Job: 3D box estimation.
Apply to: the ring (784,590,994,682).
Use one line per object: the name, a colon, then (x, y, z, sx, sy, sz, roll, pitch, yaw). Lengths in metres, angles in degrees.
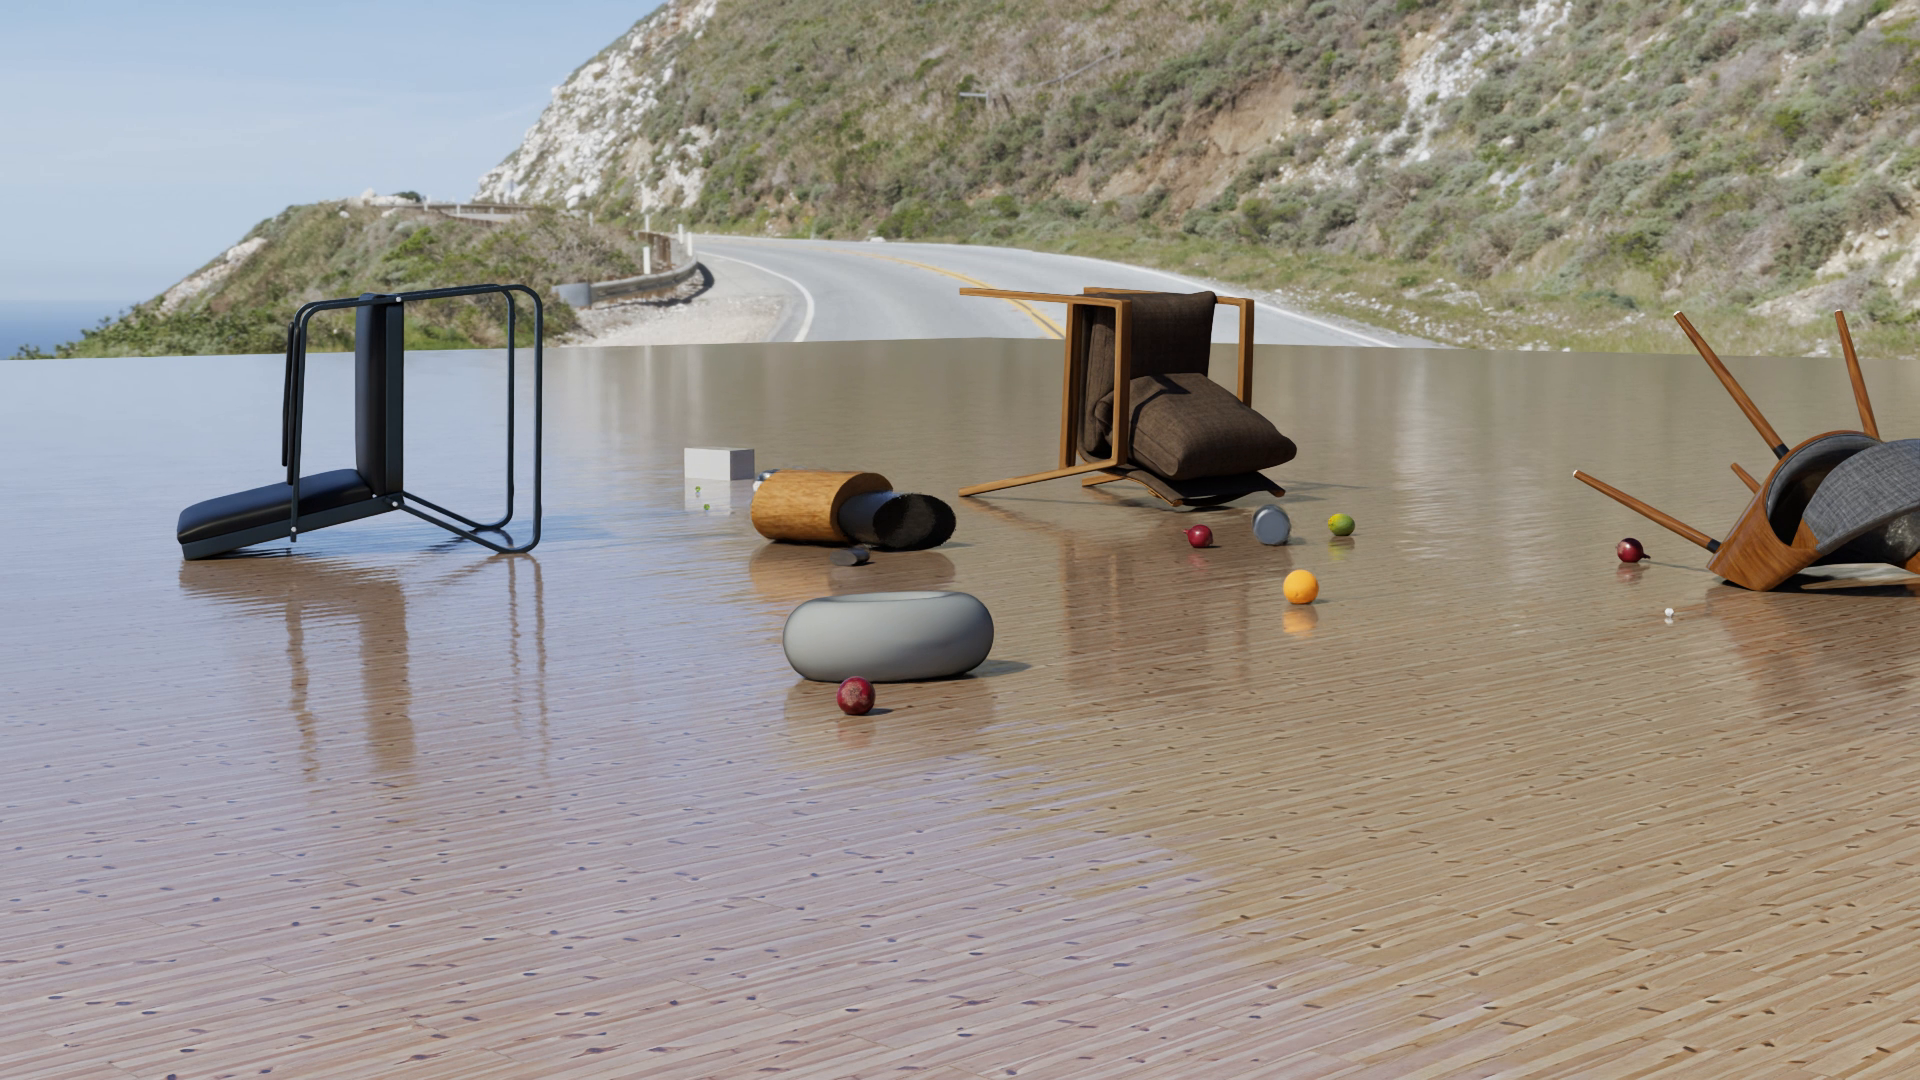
ring: (-0.117, 0.159, 4.236, 0.356, 0.132, 0.220, -3, 4, -16)

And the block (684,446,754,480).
block: (-0.785, -0.251, 8.377, 0.207, 0.096, 0.114, 5, 8, 39)

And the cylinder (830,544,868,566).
cylinder: (-0.252, 0.038, 5.869, 0.069, 0.036, 0.070, 11, 24, 14)

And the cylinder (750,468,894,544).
cylinder: (-0.338, -0.083, 6.352, 0.237, 0.175, 0.283, 4, 13, 32)

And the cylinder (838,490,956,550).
cylinder: (-0.152, -0.048, 6.209, 0.248, 0.137, 0.148, 1, 4, -37)
